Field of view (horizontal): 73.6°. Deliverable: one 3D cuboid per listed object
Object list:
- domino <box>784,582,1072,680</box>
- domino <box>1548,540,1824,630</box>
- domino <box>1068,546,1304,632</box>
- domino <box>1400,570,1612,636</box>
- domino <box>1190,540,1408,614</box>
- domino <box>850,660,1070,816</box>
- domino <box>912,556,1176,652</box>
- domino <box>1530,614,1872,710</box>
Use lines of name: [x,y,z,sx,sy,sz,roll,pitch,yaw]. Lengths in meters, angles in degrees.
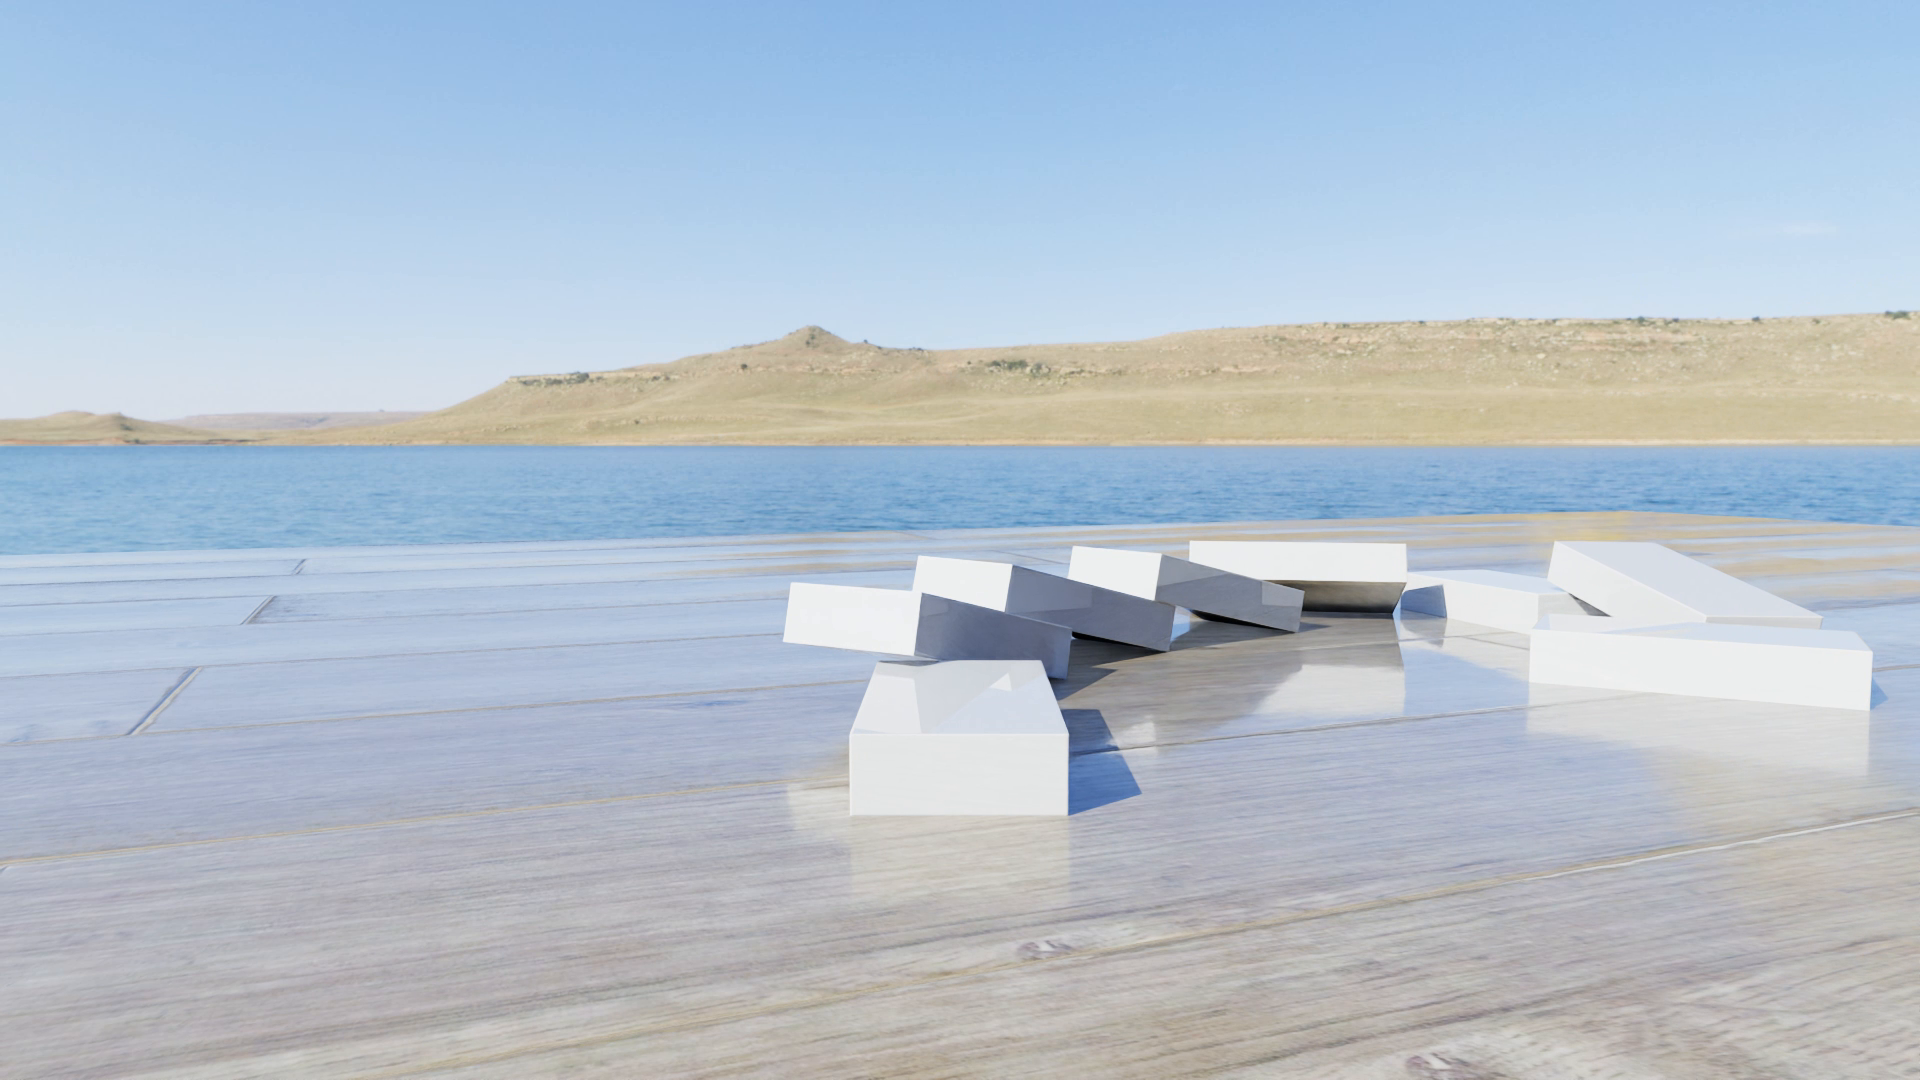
domino: [-0.004,0.016,0.218,0.025,0.009,0.050,3,-8,32]
domino: [0.150,0.012,0.270,0.025,0.010,0.050,1,16,-8]
domino: [0.050,0.011,0.283,0.050,0.009,0.025,13,-5,-40]
domino: [0.133,0.015,0.311,0.025,0.009,0.050,-1,4,-16]
domino: [0.082,0.009,0.316,0.050,0.010,0.025,1,-20,11]
domino: [0.000,0.025,0.171,0.025,0.009,0.050,0,4,0]
domino: [0.017,0.013,0.255,0.050,0.009,0.025,15,-7,-44]
domino: [0.130,0.021,0.228,0.050,0.009,0.025,2,5,30]
